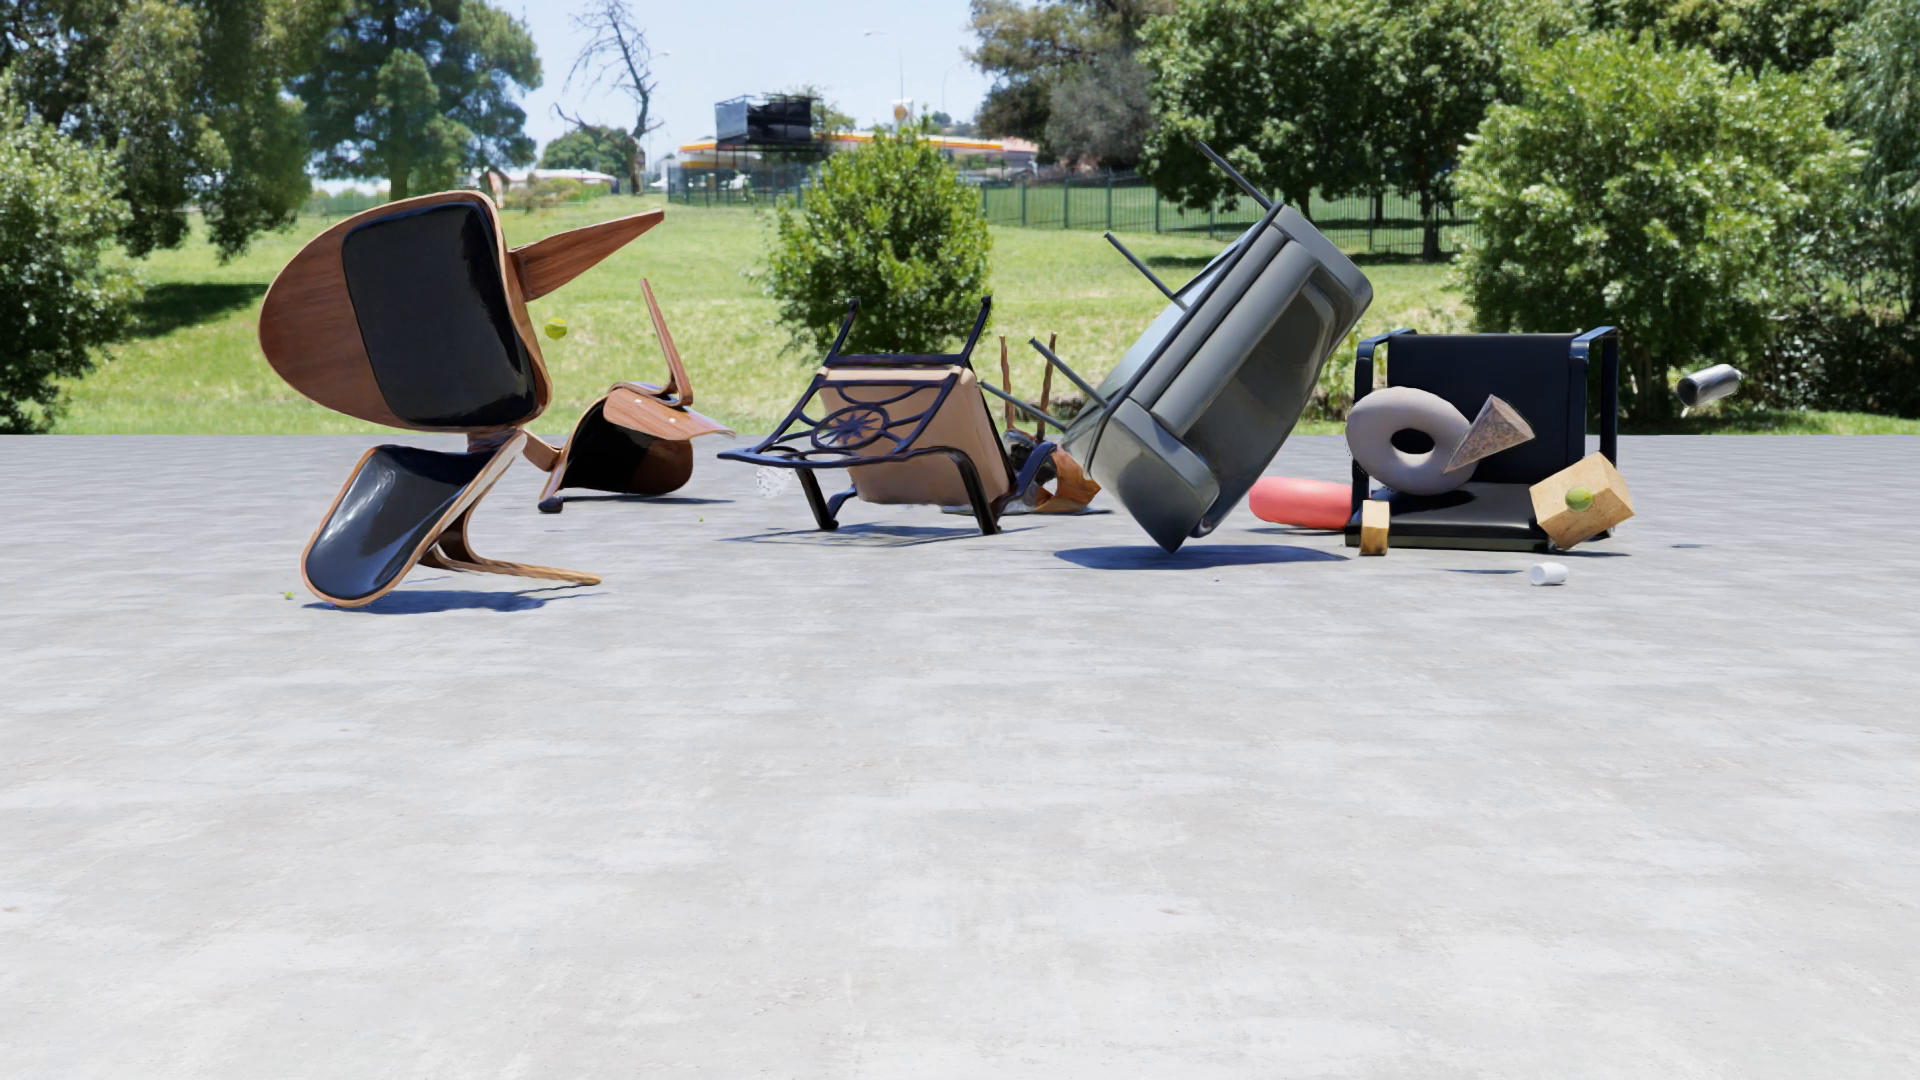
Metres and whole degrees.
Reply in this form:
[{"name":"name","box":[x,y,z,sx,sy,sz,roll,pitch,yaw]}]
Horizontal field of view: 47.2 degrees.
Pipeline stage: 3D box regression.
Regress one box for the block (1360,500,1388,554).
[{"name":"block","box":[1.121,-0.033,5.945,0.069,0.094,0.111,3,40,9]}]

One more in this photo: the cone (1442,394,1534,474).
[{"name":"cone","box":[1.268,-0.232,5.395,0.176,0.119,0.224,27,-58,-36]}]

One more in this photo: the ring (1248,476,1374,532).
[{"name":"ring","box":[1.114,-0.112,6.944,0.413,0.142,0.399,7,0,-38]}]

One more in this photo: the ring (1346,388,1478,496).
[{"name":"ring","box":[1.299,-0.282,6.308,0.419,0.314,0.122,29,34,-17]}]

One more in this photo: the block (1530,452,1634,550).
[{"name":"block","box":[1.694,-0.105,5.993,0.216,0.138,0.141,-31,-52,29]}]

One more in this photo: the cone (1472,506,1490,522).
[{"name":"cone","box":[1.783,-0.078,7.489,0.050,0.068,0.047,38,23,-32]}]

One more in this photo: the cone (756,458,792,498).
[{"name":"cone","box":[-0.597,-0.187,7.093,0.108,0.149,0.070,19,-22,9]}]
